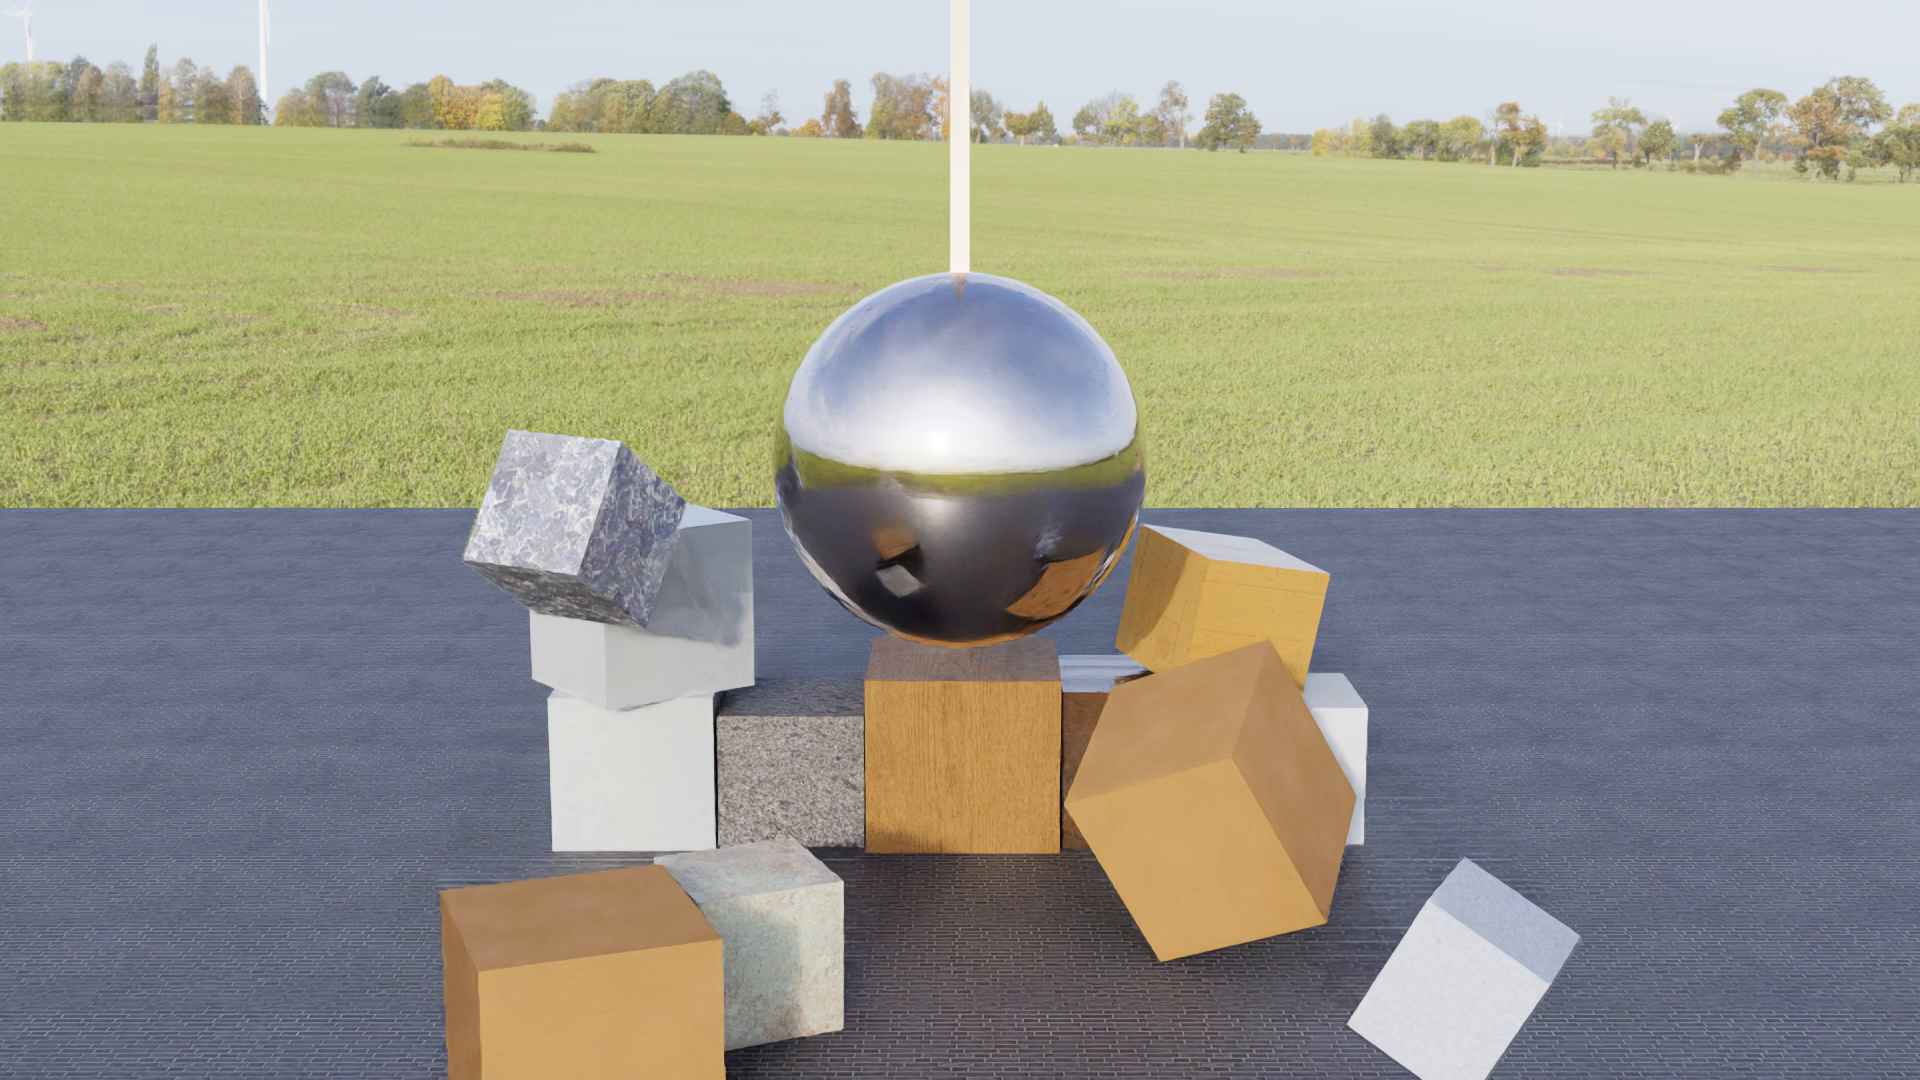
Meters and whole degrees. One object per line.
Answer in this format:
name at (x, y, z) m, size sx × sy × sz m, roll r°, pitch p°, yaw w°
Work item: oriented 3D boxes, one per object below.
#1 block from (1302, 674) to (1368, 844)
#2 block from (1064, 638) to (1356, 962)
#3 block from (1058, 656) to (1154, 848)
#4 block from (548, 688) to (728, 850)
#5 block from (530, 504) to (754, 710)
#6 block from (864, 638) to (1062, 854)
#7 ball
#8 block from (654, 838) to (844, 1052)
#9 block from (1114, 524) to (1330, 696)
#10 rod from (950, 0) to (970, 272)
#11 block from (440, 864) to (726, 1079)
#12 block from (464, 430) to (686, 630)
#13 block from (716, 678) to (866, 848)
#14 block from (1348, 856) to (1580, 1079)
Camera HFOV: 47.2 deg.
block at (1.638, 1.123, 11.403) m, size 0.799 × 0.711 × 0.730 m, roll 0°, pitch 10°, yaw 0°
block at (1.105, 1.127, 9.530) m, size 0.796 × 0.891 × 0.871 m, roll -20°, pitch 23°, yaw 29°
block at (0.870, 1.081, 11.367) m, size 0.718 × 0.807 × 0.791 m, roll 0°, pitch 10°, yaw 0°
block at (-1.630, 1.087, 11.389) m, size 0.815 × 0.787 × 0.923 m, roll 0°, pitch 10°, yaw 0°
block at (-1.615, 0.304, 11.118) m, size 0.839 × 0.850 × 0.797 m, roll -8°, pitch 13°, yaw -37°
block at (0.020, 1.042, 11.367) m, size 0.969 × 0.883 × 0.965 m, roll 0°, pitch 10°, yaw 1°
ball at (0.000, -0.337, 9.365) m, size 1.600 × 1.600 × 1.600 m, roll 0°, pitch 10°, yaw 0°
block at (-0.854, 1.621, 8.854) m, size 0.602 × 0.627 × 0.560 m, roll -5°, pitch 13°, yaw -25°
block at (1.330, 0.365, 11.248) m, size 0.700 × 0.667 × 0.746 m, roll 7°, pitch 11°, yaw -24°
rod at (0.000, -3.716, 9.745) m, size 0.080 × 5.200 × 0.080 m, roll 0°, pitch -6°, yaw 0°
block at (-1.388, 1.720, 8.027) m, size 0.848 × 0.744 × 0.875 m, roll -4°, pitch 11°, yaw -21°
block at (-1.685, -0.044, 9.703) m, size 0.581 × 0.621 × 0.645 m, roll 7°, pitch -20°, yaw 24°
block at (-0.846, 1.141, 11.393) m, size 0.733 × 0.679 × 0.804 m, roll 0°, pitch 10°, yaw 0°
block at (1.895, 1.654, 8.268) m, size 0.514 × 0.611 × 0.529 m, roll 34°, pitch 23°, yaw 18°
